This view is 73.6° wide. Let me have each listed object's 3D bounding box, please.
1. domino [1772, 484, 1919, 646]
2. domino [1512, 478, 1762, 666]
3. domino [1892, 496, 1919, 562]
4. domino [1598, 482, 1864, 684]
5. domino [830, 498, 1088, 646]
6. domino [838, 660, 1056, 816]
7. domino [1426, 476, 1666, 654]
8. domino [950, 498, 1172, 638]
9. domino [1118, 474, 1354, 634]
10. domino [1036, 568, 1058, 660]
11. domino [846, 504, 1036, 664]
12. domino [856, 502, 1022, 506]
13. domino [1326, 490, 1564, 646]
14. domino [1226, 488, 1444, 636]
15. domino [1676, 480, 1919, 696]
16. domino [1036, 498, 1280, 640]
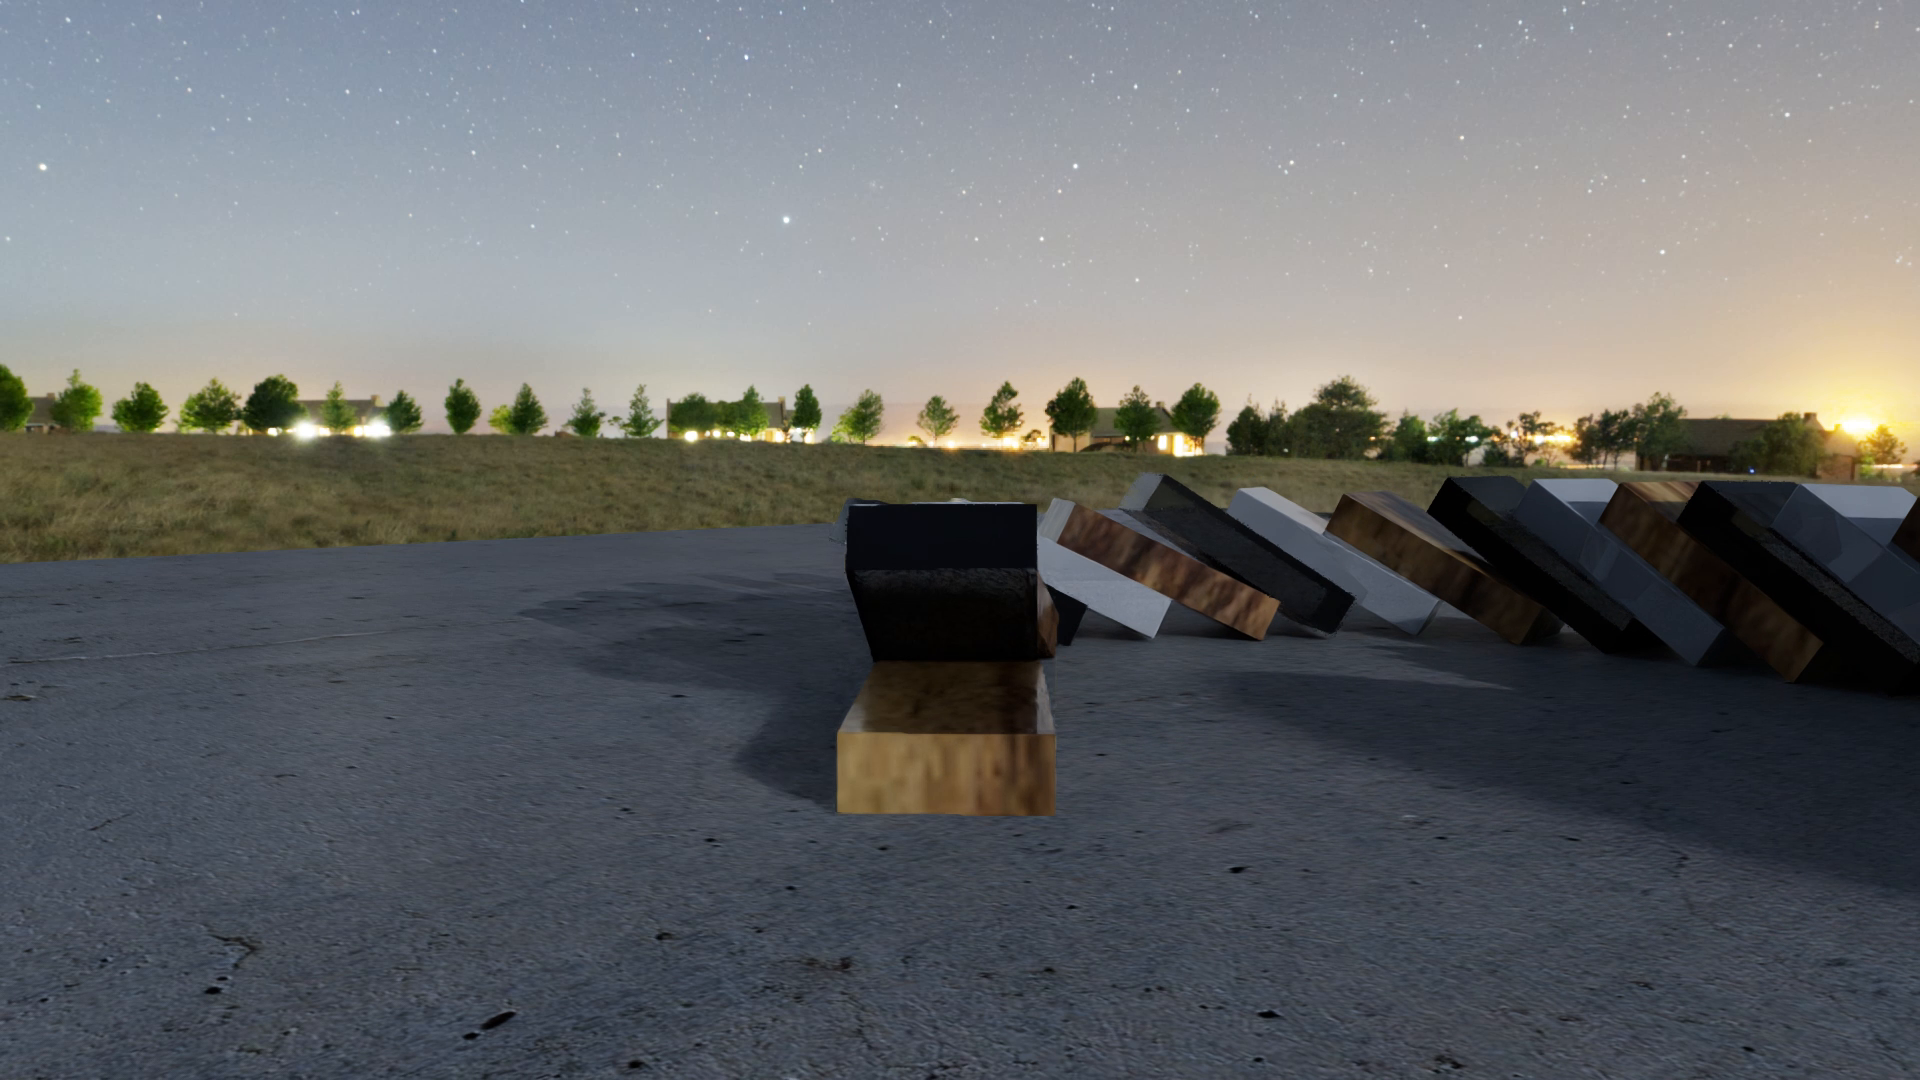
[{"bbox_3d":[0.167,0.009,0.216,0.025,0.009,0.050,1,36,-18],"label":"domino"},{"bbox_3d":[0.142,0.005,0.265,0.025,0.009,0.050,-2,37,-28],"label":"domino"},{"bbox_3d":[0.174,0.011,0.196,0.025,0.009,0.050,-1,36,-10],"label":"domino"},{"bbox_3d":[0.152,0.007,0.248,0.025,0.009,0.050,-2,37,-22],"label":"domino"},{"bbox_3d":[-0.001,0.007,0.270,0.050,0.010,0.025,27,-6,-20],"label":"domino"},{"bbox_3d":[-0.001,0.025,0.172,0.025,0.009,0.050,0,4,2],"label":"domino"},{"bbox_3d":[0.130,0.004,0.279,0.025,0.010,0.050,-3,38,-35],"label":"domino"},{"bbox_3d":[0.020,0.006,0.284,0.050,0.009,0.025,25,-1,-6],"label":"domino"},{"bbox_3d":[0.061,0.002,0.288,0.050,0.009,0.025,32,0,-6],"label":"domino"},{"bbox_3d":[0.001,0.009,0.237,0.025,0.010,0.050,1,-23,15],"label":"domino"},{"bbox_3d":[-0.001,0.011,0.191,0.025,0.009,0.050,-1,-26,3],"label":"domino"},{"bbox_3d":[-0.001,0.010,0.211,0.025,0.009,0.050,-1,-26,5],"label":"domino"},{"bbox_3d":[0.112,0.005,0.292,0.025,0.009,0.050,-5,33,-47],"label":"domino"},{"bbox_3d":[0.088,0.004,0.300,0.050,0.010,0.025,32,17,22],"label":"domino"},{"bbox_3d":[0.160,0.007,0.233,0.025,0.009,0.050,0,36,-21],"label":"domino"},{"bbox_3d":[0.043,0.006,0.286,0.050,0.009,0.025,25,1,-8],"label":"domino"}]
